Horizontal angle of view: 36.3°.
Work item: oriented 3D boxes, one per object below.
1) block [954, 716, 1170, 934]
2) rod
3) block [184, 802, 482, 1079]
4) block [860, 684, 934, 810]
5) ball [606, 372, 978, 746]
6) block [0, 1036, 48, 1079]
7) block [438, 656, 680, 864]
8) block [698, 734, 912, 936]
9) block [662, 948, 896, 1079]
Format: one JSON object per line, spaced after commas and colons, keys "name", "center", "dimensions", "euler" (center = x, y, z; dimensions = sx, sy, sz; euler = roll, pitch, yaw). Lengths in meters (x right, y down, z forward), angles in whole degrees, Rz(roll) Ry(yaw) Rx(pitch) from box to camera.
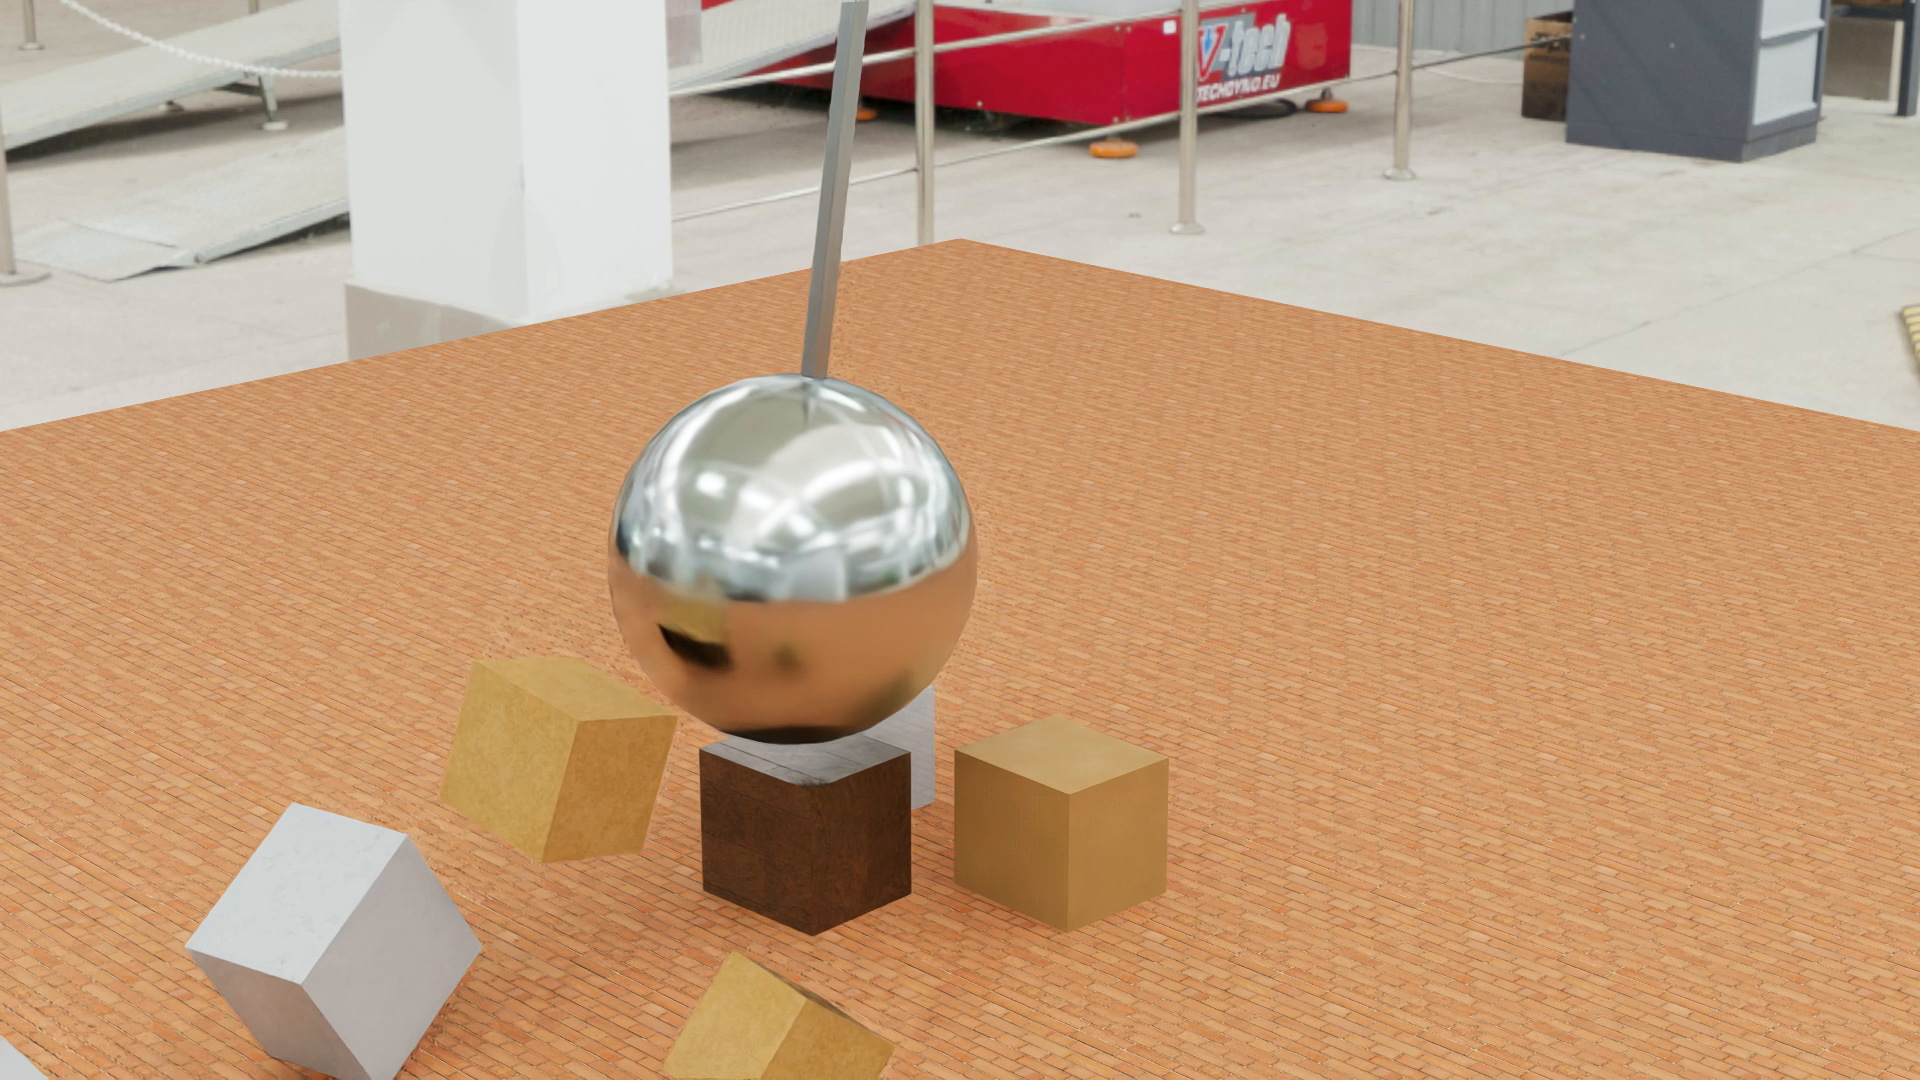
{"name": "block", "center": [0.453, 1.268, 13.216], "dimensions": [0.632, 0.656, 0.727], "euler": [-16, 23, -41]}
{"name": "rod", "center": [-0.312, -3.236, 11.998], "dimensions": [0.080, 5.200, 0.080], "euler": [17, 14, 42]}
{"name": "block", "center": [-2.453, 1.603, 11.550], "dimensions": [0.609, 0.746, 0.727], "euler": [11, 52, 30]}
{"name": "block", "center": [-0.515, 0.989, 14.195], "dimensions": [0.559, 0.602, 0.550], "euler": [-17, 24, -42]}
{"name": "ball", "center": [-0.719, 0.083, 12.614], "dimensions": [1.600, 1.600, 1.600], "euler": [0, 17, 0]}
{"name": "block", "center": [-3.394, 2.093, 9.928], "dimensions": [0.639, 0.594, 0.634], "euler": [-50, 9, -32]}
{"name": "block", "center": [-1.617, 0.873, 11.808], "dimensions": [0.635, 0.602, 0.558], "euler": [25, 15, 36]}
{"name": "block", "center": [-0.692, 1.265, 13.169], "dimensions": [0.713, 0.689, 0.622], "euler": [16, 23, 41]}
{"name": "block", "center": [-0.677, 1.935, 10.970], "dimensions": [0.511, 0.512, 0.501], "euler": [36, -8, -40]}
